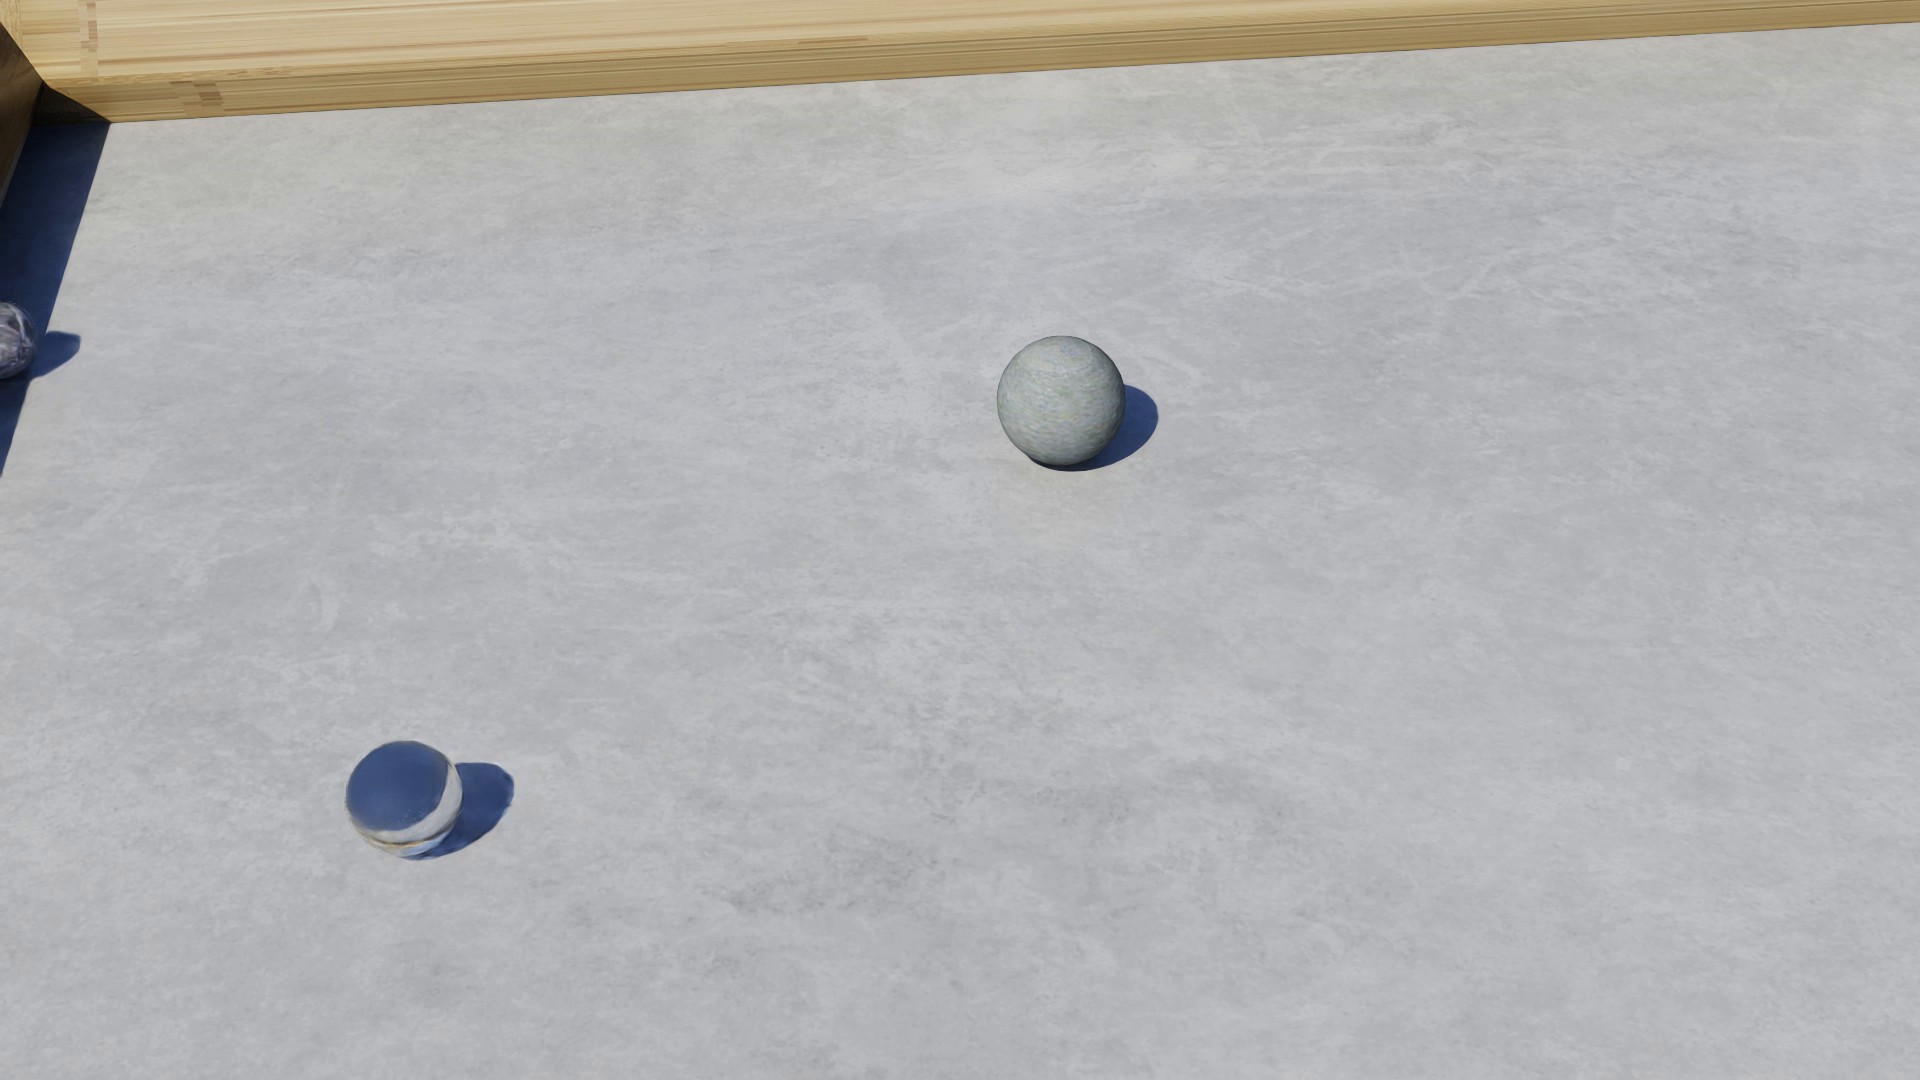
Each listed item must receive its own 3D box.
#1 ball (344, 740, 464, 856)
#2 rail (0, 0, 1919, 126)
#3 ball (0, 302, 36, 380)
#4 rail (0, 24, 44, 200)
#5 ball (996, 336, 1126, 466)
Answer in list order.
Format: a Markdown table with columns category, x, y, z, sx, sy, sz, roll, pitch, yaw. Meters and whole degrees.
| category | x | y | z | sx | sy | sz | roll | pitch | yaw |
| --- | --- | --- | --- | --- | --- | --- | --- | --- | --- |
| ball | -0.317 | 0.147 | 1.464 | 0.066 | 0.066 | 0.066 | 0 | 36 | 0 |
| rail | 0.630 | -0.501 | 2.319 | 2.920 | 0.117 | 0.045 | -4 | 36 | -6 |
| ball | -0.707 | -0.147 | 1.879 | 0.058 | 0.058 | 0.058 | 0 | 36 | 0 |
| rail | -0.701 | 0.036 | 1.574 | 0.045 | 0.117 | 1.532 | -4 | 36 | -6 |
| ball | 0.070 | -0.097 | 1.783 | 0.090 | 0.090 | 0.090 | 0 | 36 | 0 |
